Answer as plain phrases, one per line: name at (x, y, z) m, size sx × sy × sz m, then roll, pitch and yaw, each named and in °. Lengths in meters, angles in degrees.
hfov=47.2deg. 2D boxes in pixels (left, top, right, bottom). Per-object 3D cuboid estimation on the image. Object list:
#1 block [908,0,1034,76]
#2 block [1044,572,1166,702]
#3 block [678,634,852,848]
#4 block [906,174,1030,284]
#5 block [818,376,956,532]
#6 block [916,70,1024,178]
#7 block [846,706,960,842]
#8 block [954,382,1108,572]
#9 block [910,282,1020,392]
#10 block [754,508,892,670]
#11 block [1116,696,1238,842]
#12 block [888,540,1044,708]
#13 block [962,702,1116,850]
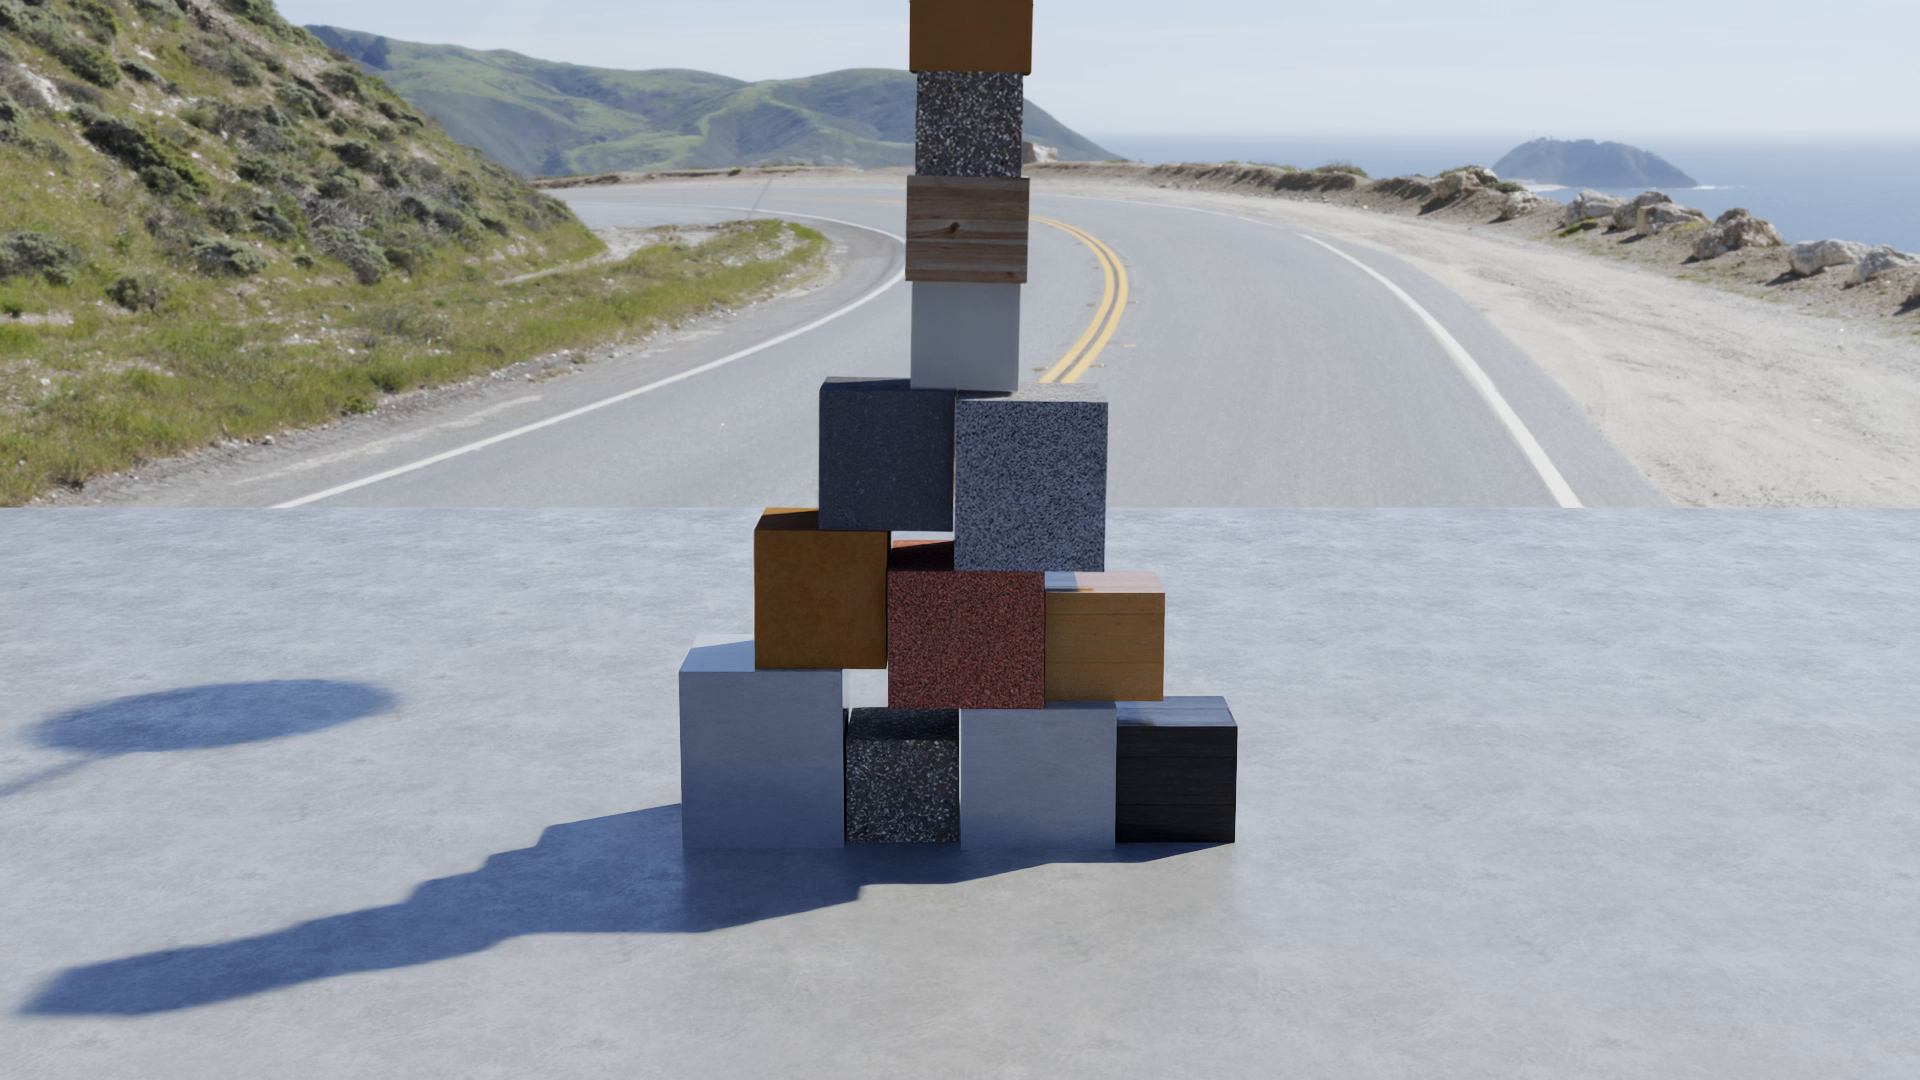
block at (0.053, -2.542, 10.710) m, size 0.586 × 0.526 × 0.531 m, roll 1°, pitch 10°, yaw 0°
block at (0.724, 0.487, 11.273) m, size 0.596 × 0.558 × 0.552 m, roll 0°, pitch 10°, yaw 0°
block at (-0.988, 1.025, 11.381) m, size 0.811 × 0.912 × 0.838 m, roll 0°, pitch 10°, yaw 0°
block at (0.035, -1.549, 10.889) m, size 0.589 × 0.504 × 0.601 m, roll 1°, pitch 10°, yaw 0°
block at (-0.359, -0.441, 11.091) m, size 0.668 × 0.692 × 0.623 m, roll 1°, pitch 10°, yaw 0°
block at (0.044, -2.038, 10.791) m, size 0.510 × 0.494 × 0.498 m, roll 1°, pitch 10°, yaw 0°
block at (-0.289, 1.209, 11.420) m, size 0.568 × 0.534 × 0.664 m, roll 0°, pitch 10°, yaw 0°
block at (0.344, -0.334, 11.121) m, size 0.737 × 0.838 × 0.845 m, roll 1°, pitch 10°, yaw 0°
block at (0.026, -1.043, 11.009) m, size 0.529 × 0.534 × 0.486 m, roll 1°, pitch 10°, yaw 0°
block at (-0.690, 0.237, 11.218) m, size 0.655 × 0.695 × 0.691 m, roll 1°, pitch 10°, yaw 0°
block at (1.090, 1.178, 11.388) m, size 0.606 × 0.607 × 0.617 m, roll 0°, pitch 10°, yaw 0°
block at (0.030, 0.418, 11.271) m, size 0.773 × 0.694 × 0.866 m, roll 0°, pitch 10°, yaw 0°
block at (0.391, 1.122, 11.367) m, size 0.772 × 0.725 × 0.819 m, roll 0°, pitch 10°, yaw 0°
